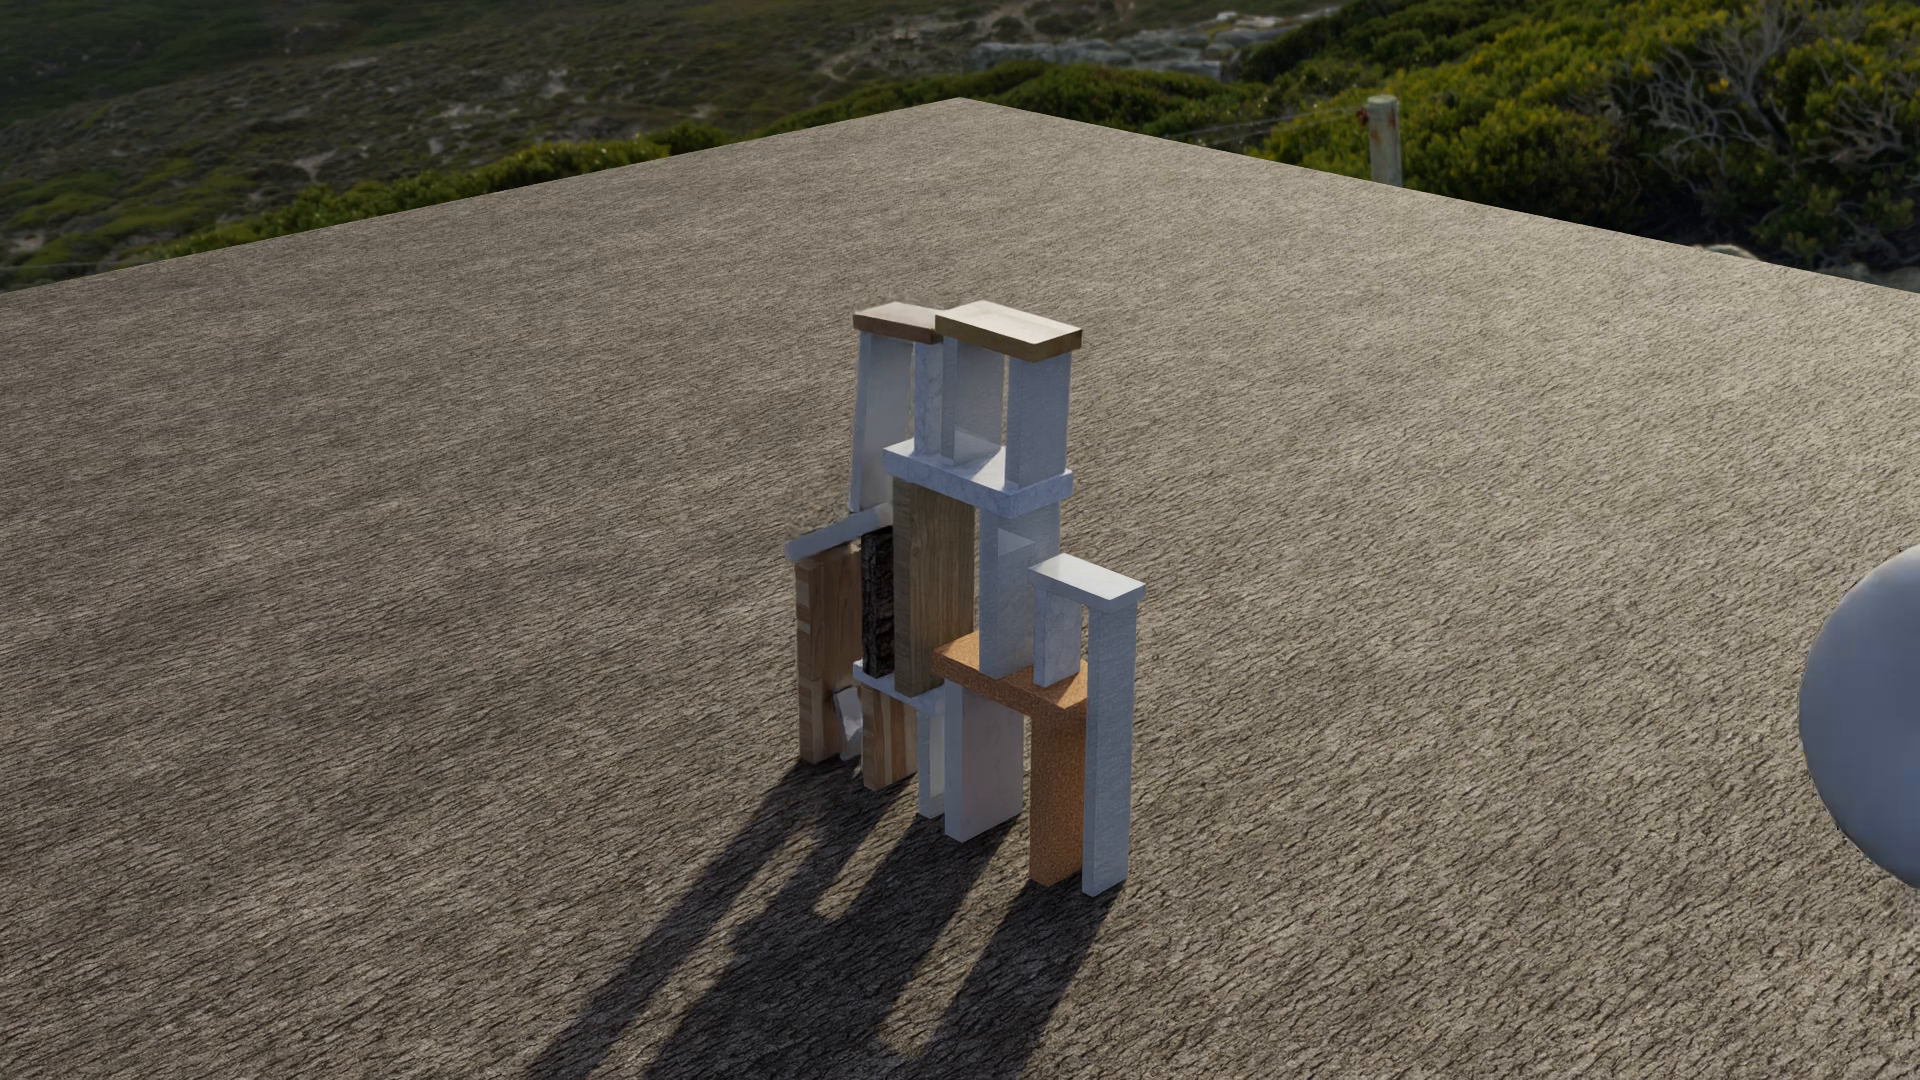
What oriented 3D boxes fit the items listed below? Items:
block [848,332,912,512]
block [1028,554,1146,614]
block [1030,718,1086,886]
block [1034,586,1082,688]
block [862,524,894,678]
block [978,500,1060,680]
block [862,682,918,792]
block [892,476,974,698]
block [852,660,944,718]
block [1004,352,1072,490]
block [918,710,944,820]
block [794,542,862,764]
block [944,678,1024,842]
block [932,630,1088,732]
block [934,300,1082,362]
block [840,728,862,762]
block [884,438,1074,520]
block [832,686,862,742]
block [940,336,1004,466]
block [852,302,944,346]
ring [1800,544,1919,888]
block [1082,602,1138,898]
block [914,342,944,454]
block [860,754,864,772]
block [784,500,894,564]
[{"bbox_3d":[-0.155,-0.239,4.290,0.109,0.379,0.031,-21,38,-39],"label":"block"},{"bbox_3d":[0.230,0.079,4.013,0.201,0.028,0.100,21,31,41],"label":"block"},{"bbox_3d":[0.212,0.473,4.203,0.049,0.346,0.173,21,31,41],"label":"block"},{"bbox_3d":[0.183,0.165,4.101,0.028,0.201,0.100,21,31,41],"label":"block"},{"bbox_3d":[-0.126,0.115,4.400,0.149,0.299,0.042,-20,30,-39],"label":"block"},{"bbox_3d":[0.112,0.079,4.133,0.048,0.336,0.168,21,31,41],"label":"block"},{"bbox_3d":[-0.145,0.387,4.539,0.121,0.242,0.034,-21,31,-40],"label":"block"},{"bbox_3d":[-0.050,0.073,4.297,0.168,0.455,0.048,-20,30,-38],"label":"block"},{"bbox_3d":[-0.090,0.283,4.431,0.121,0.034,0.242,-21,31,-40],"label":"block"},{"bbox_3d":[0.141,-0.225,3.976,0.125,0.249,0.035,-21,33,-41],"label":"block"},{"bbox_3d":[-0.029,0.430,4.436,0.121,0.242,0.034,-21,31,-40],"label":"block"},{"bbox_3d":[-0.270,0.240,4.609,0.149,0.454,0.042,-23,33,-40],"label":"block"},{"bbox_3d":[0.048,0.409,4.353,0.049,0.346,0.173,21,31,41],"label":"block"},{"bbox_3d":[0.130,0.259,4.200,0.346,0.049,0.173,21,31,41],"label":"block"},{"bbox_3d":[0.086,-0.378,3.971,0.125,0.035,0.249,-21,31,-41],"label":"block"},{"bbox_3d":[-0.212,0.424,4.639,0.053,0.106,0.015,-21,66,-41],"label":"block"},{"bbox_3d":[0.032,-0.128,4.130,0.168,0.048,0.336,-21,31,-40],"label":"block"},{"bbox_3d":[-0.233,0.365,4.637,0.053,0.106,0.015,-22,14,-40],"label":"block"},{"bbox_3d":[0.024,-0.271,4.084,0.125,0.249,0.035,-21,33,-40],"label":"block"},{"bbox_3d":[-0.089,-0.409,4.144,0.109,0.031,0.218,-20,25,-39],"label":"block"},{"bbox_3d":[0.807,0.139,1.694,0.301,0.301,0.100,11,10,24],"label":"ring"},{"bbox_3d":[0.277,0.385,4.091,0.028,0.596,0.100,21,31,41],"label":"block"},{"bbox_3d":[-0.035,-0.280,4.144,0.109,0.218,0.031,-20,32,-39],"label":"block"},{"bbox_3d":[-0.183,0.430,4.610,0.053,0.106,0.015,-21,34,-41],"label":"block"},{"bbox_3d":[-0.207,-0.026,4.431,0.149,0.042,0.299,-21,0,-44],"label":"block"}]
